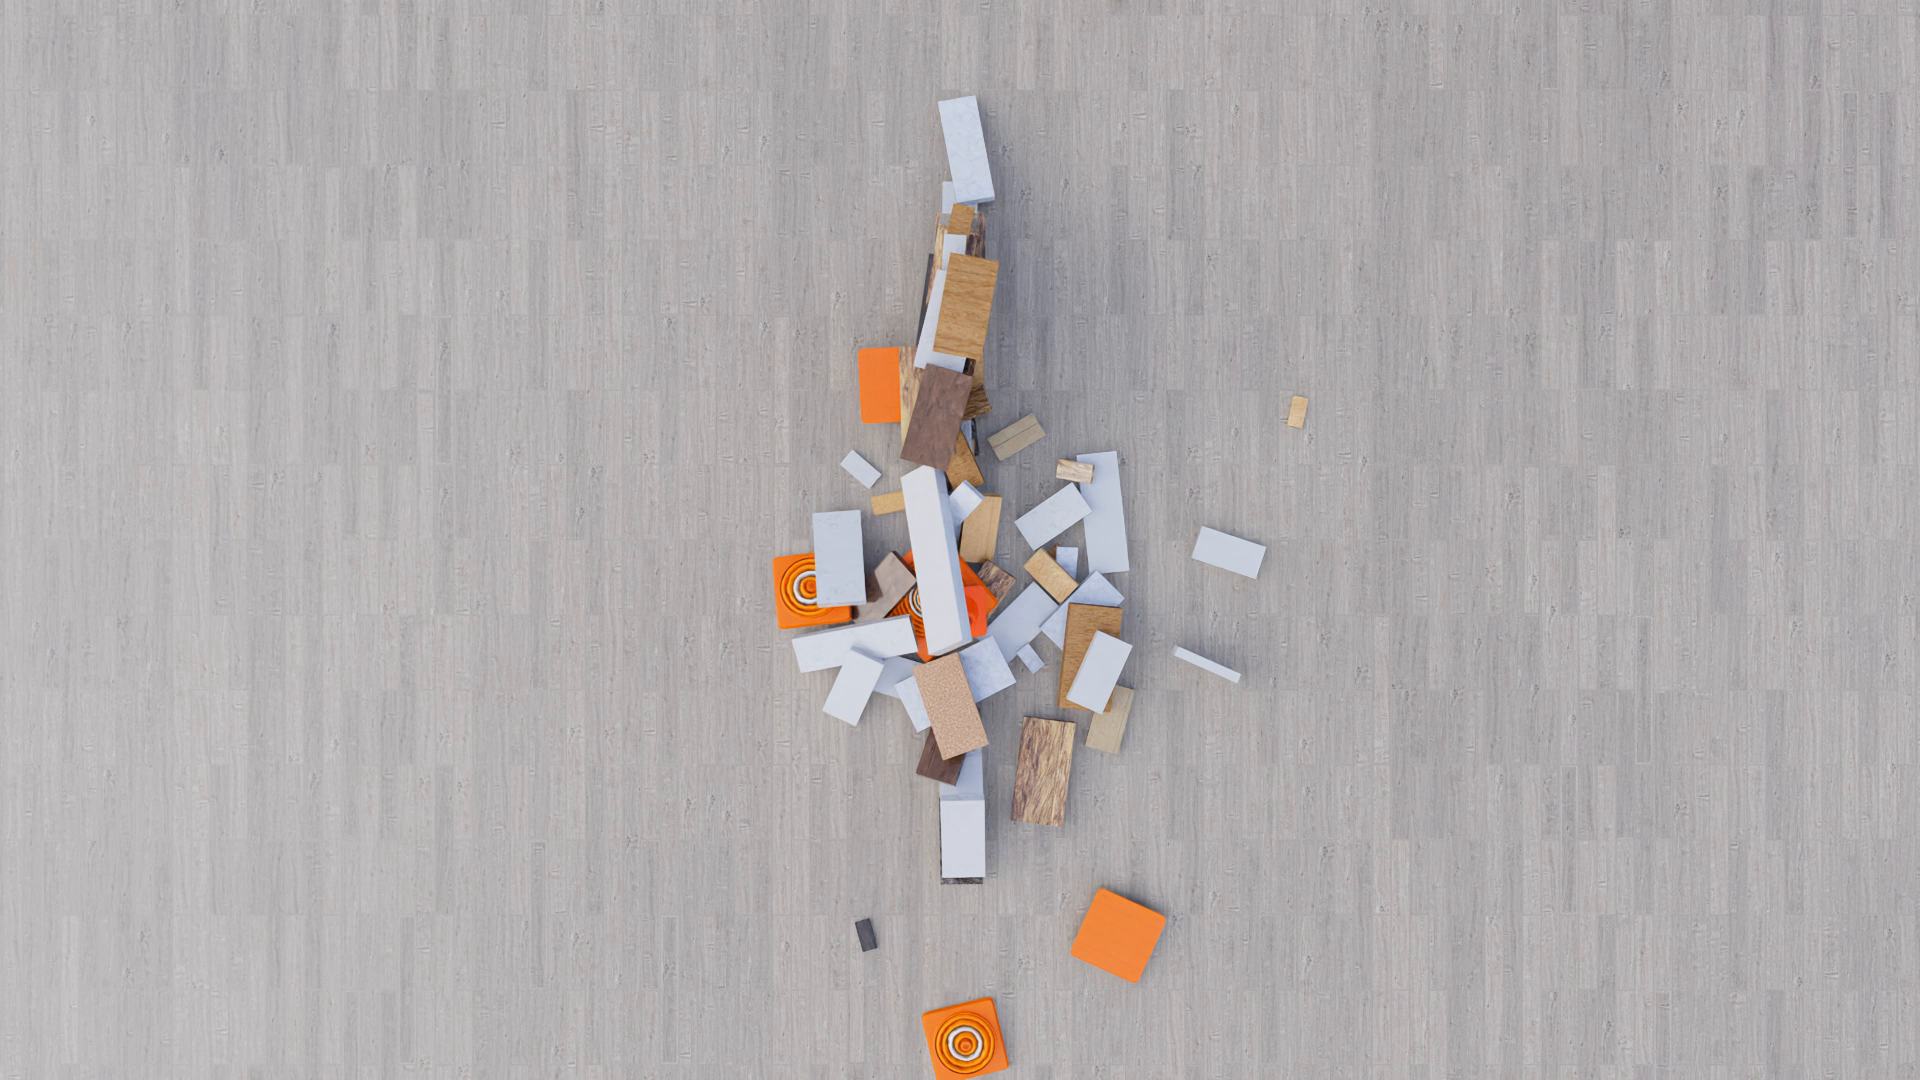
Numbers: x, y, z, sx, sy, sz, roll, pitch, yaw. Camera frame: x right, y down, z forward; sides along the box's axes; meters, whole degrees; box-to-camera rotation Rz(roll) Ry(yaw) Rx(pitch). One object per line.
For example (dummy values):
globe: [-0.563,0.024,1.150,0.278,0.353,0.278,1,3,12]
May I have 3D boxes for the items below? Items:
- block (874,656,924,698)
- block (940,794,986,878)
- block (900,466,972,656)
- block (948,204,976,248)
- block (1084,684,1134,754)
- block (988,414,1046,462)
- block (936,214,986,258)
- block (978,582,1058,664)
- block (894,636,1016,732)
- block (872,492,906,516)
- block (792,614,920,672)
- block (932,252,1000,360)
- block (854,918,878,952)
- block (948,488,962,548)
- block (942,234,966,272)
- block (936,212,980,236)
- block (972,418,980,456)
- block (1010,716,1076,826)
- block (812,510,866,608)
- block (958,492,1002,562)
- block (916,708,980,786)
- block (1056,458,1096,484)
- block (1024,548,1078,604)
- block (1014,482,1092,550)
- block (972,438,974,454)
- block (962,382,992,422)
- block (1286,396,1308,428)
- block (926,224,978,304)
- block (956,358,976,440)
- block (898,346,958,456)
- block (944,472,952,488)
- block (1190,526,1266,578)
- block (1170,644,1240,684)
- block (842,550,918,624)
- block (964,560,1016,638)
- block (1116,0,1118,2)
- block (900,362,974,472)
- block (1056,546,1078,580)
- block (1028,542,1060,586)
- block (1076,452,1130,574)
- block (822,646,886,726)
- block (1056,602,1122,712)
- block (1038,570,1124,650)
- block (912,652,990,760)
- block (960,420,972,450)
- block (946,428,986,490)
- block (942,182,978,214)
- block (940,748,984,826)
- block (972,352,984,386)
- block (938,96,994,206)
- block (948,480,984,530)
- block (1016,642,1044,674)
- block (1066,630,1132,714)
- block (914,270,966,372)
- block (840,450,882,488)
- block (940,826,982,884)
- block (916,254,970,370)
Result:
block: [-0.201,0.455,5.481,0.265,0.037,0.132,17,90,0]
block: [0.010,0.969,5.394,0.141,0.040,0.283,-1,109,0]
block: [-0.078,0.056,5.329,0.157,0.045,0.614,-26,65,40]
block: [-0.001,-0.981,5.182,0.070,0.020,0.139,12,90,2]
block: [0.497,0.590,5.484,0.111,0.031,0.222,15,90,0]
block: [0.188,-0.342,5.488,0.175,0.025,0.087,-30,90,0]
block: [0.001,-0.891,5.335,0.161,0.046,0.322,0,90,2]
block: [0.197,0.278,5.481,0.267,0.038,0.134,-45,90,0]
block: [-0.014,0.474,5.426,0.362,0.049,0.172,-27,82,0]
block: [-0.228,-0.124,5.491,0.127,0.018,0.063,-12,90,0]
block: [-0.344,0.340,5.429,0.403,0.035,0.123,-11,108,10]
block: [0.018,-0.724,5.117,0.154,0.044,0.309,11,98,0]
block: [-0.313,1.316,5.493,0.050,0.014,0.101,-15,90,0]
block: [-0.020,-0.072,5.448,0.101,0.029,0.203,-4,112,1]
block: [-0.019,-0.886,5.167,0.070,0.020,0.140,4,102,2]
block: [-0.019,-0.904,5.246,0.126,0.036,0.252,8,90,2]
block: [0.009,-0.363,5.461,0.087,0.025,0.175,-4,100,18]
block: [0.275,0.767,5.476,0.172,0.049,0.345,7,90,0]
block: [-0.396,0.061,5.424,0.157,0.045,0.315,-4,70,-1]
block: [0.064,-0.040,5.433,0.117,0.033,0.233,3,111,-11]
block: [-0.039,0.664,5.434,0.134,0.038,0.267,15,76,14]
block: [0.382,-0.228,5.458,0.127,0.018,0.063,12,99,28]
block: [0.301,0.117,5.451,0.175,0.025,0.087,45,106,5]
block: [0.310,-0.077,5.462,0.233,0.033,0.117,-35,86,8]
block: [0.002,-0.248,5.458,0.087,0.025,0.175,3,104,12]
block: [-0.012,-0.429,5.395,0.223,0.027,0.095,-21,77,15]
block: [1.124,-0.426,5.493,0.050,0.014,0.101,12,90,0]
block: [-0.024,-0.860,5.210,0.126,0.036,0.252,9,90,2]
block: [-0.056,-0.498,5.324,0.174,0.049,0.347,13,78,2]
block: [-0.101,-0.441,5.239,0.174,0.049,0.347,-2,90,2]
block: [-0.007,-0.170,5.443,0.101,0.029,0.202,-1,112,7]
block: [0.892,0.042,5.484,0.222,0.031,0.111,18,90,0]
block: [0.810,0.408,5.444,0.222,0.111,0.031,24,90,0]
block: [-0.259,0.175,5.424,0.132,0.037,0.265,47,110,14]
block: [0.074,0.192,5.464,0.117,0.033,0.233,34,100,0]
block: [0.484,-1.858,5.490,0.140,0.020,0.070,30,90,0]
block: [-0.072,-0.385,5.170,0.154,0.044,0.309,16,100,-2]
block: [0.351,0.091,5.472,0.070,0.020,0.140,2,100,-11]
block: [0.299,0.082,5.490,0.070,0.020,0.140,45,90,0]
block: [0.474,-0.090,5.481,0.132,0.037,0.398,-6,90,0]
block: [-0.350,0.482,5.440,0.123,0.035,0.246,25,111,0]
block: [0.426,0.385,5.421,0.172,0.049,0.345,6,94,-7]
block: [0.401,0.239,5.451,0.134,0.038,0.267,44,90,-9]
block: [-0.030,0.541,5.372,0.158,0.045,0.315,-19,82,1]
block: [-0.008,-0.380,5.415,0.087,0.025,0.175,-4,82,18]
block: [-0.006,-0.258,5.372,0.101,0.029,0.203,-24,91,9]
block: [-0.001,-1.069,5.448,0.114,0.032,0.229,1,80,0]
block: [0.004,0.800,5.451,0.141,0.040,0.283,-2,78,0]
block: [-0.002,-0.615,5.428,0.161,0.046,0.322,0,107,2]
block: [0.020,-1.286,5.451,0.126,0.036,0.359,-10,80,-1]
block: [-0.016,-0.099,5.378,0.087,0.025,0.210,43,123,-1]
block: [0.232,0.392,5.472,0.050,0.014,0.101,-38,114,-3]
block: [0.455,0.431,5.386,0.123,0.035,0.246,24,92,-8]
block: [-0.033,-0.678,5.169,0.154,0.044,0.309,14,98,-1]
block: [-0.330,-0.235,5.491,0.127,0.018,0.063,40,90,0]
block: [0.003,0.999,5.480,0.141,0.040,0.283,-1,90,0]
block: [-0.037,-0.731,5.288,0.174,0.049,0.347,8,90,2]
